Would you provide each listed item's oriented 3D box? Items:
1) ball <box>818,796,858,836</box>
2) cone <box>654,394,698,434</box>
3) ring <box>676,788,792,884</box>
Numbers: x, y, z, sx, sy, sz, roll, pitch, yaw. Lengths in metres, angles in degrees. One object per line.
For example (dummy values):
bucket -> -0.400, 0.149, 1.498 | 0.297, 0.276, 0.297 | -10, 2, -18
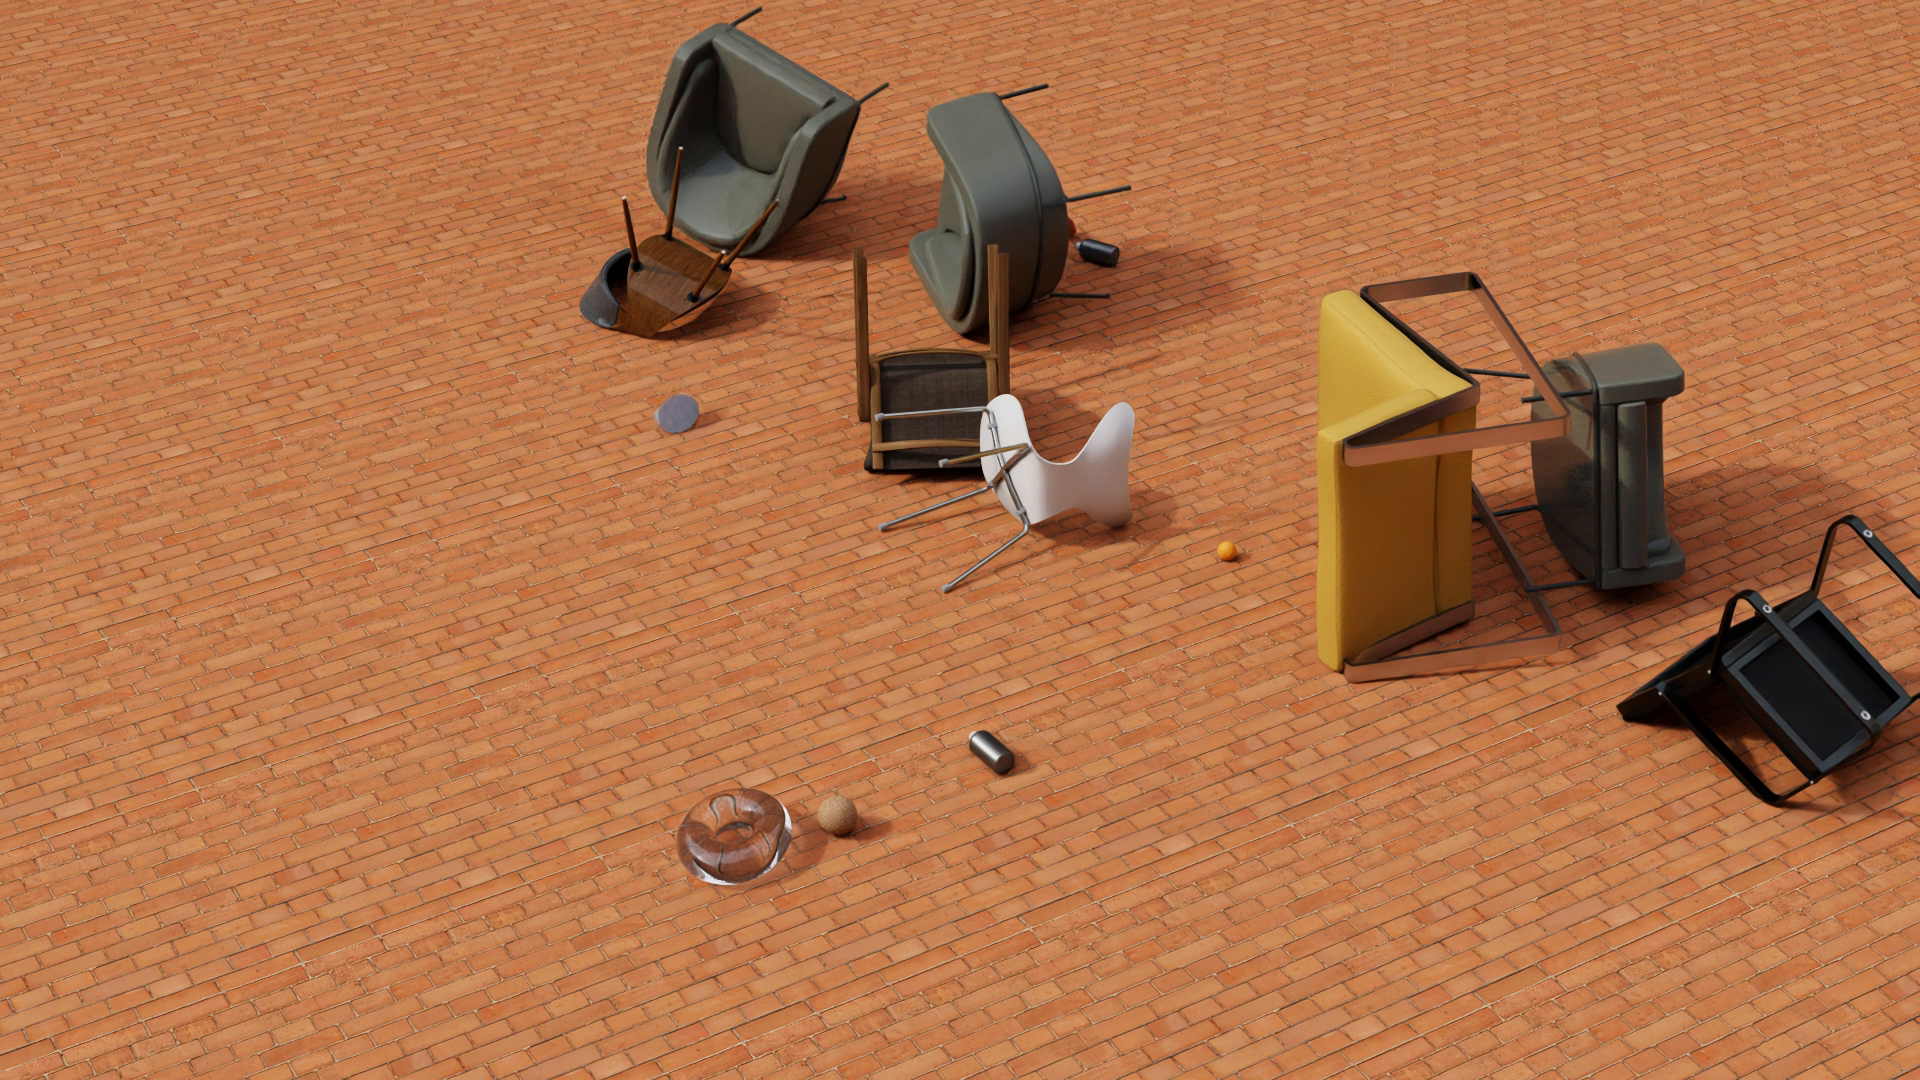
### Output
ball -> -0.395, 0.890, 9.478 | 0.128, 0.128, 0.128 | 0, 33, 0
cone -> -1.169, -0.503, 11.644 | 0.205, 0.150, 0.177 | -27, 19, -38
ring -> -0.724, 0.947, 9.395 | 0.364, 0.126, 0.424 | 9, 35, 15
